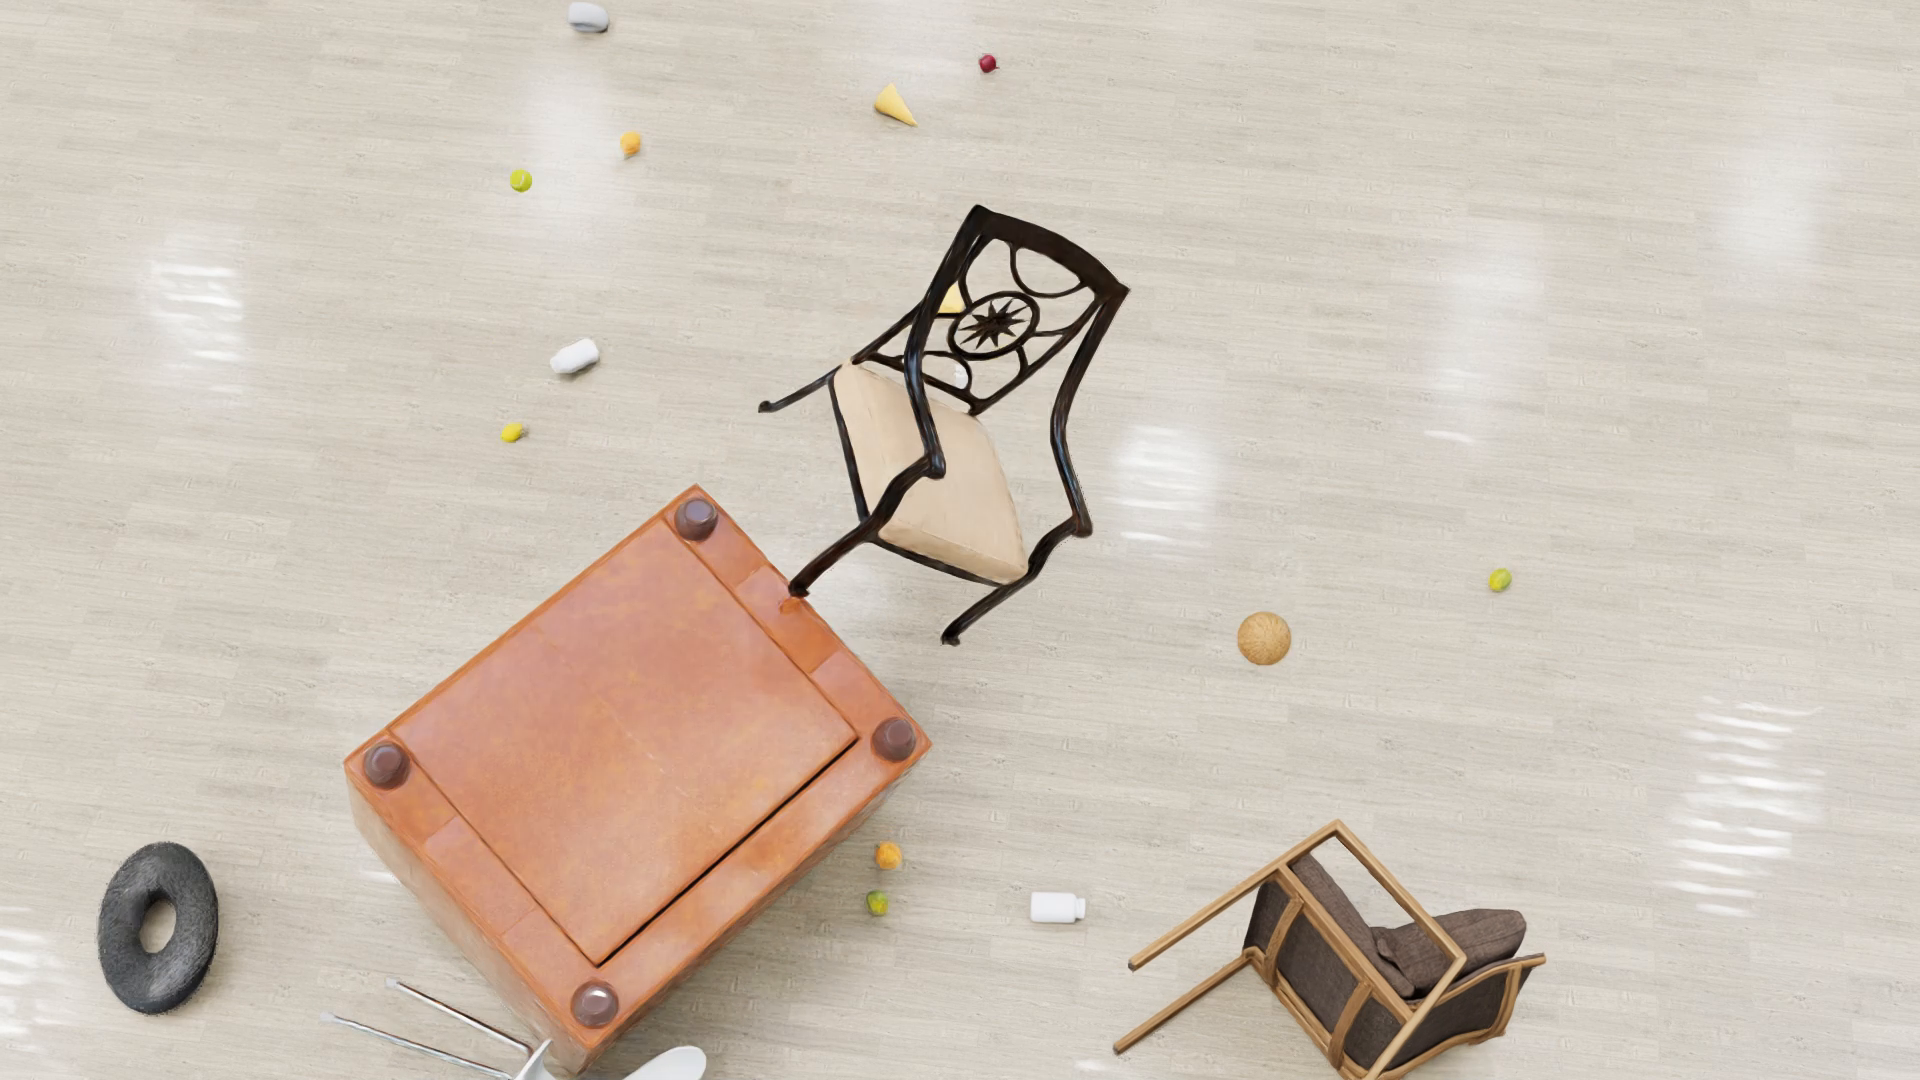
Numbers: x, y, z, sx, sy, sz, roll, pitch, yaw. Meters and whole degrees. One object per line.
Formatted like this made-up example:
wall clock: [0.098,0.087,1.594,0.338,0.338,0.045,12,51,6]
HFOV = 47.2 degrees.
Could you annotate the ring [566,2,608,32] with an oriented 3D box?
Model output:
ring: [-1.314,-1.841,7.747,0.150,0.094,0.078,7,76,-19]

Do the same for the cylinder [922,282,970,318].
cylinder: [-0.045,-0.769,7.053,0.130,0.058,0.092,13,56,20]

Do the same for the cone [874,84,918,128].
cone: [-0.201,-1.463,7.519,0.169,0.128,0.089,42,63,1]

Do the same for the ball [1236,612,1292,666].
ball: [0.841,0.272,6.083,0.150,0.150,0.150,0,56,0]

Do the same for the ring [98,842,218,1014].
ring: [-2.117,1.018,5.805,0.324,0.109,0.506,-17,54,-1]

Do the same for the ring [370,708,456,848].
ring: [-1.492,0.648,6.003,0.314,0.066,0.389,-12,65,33]
